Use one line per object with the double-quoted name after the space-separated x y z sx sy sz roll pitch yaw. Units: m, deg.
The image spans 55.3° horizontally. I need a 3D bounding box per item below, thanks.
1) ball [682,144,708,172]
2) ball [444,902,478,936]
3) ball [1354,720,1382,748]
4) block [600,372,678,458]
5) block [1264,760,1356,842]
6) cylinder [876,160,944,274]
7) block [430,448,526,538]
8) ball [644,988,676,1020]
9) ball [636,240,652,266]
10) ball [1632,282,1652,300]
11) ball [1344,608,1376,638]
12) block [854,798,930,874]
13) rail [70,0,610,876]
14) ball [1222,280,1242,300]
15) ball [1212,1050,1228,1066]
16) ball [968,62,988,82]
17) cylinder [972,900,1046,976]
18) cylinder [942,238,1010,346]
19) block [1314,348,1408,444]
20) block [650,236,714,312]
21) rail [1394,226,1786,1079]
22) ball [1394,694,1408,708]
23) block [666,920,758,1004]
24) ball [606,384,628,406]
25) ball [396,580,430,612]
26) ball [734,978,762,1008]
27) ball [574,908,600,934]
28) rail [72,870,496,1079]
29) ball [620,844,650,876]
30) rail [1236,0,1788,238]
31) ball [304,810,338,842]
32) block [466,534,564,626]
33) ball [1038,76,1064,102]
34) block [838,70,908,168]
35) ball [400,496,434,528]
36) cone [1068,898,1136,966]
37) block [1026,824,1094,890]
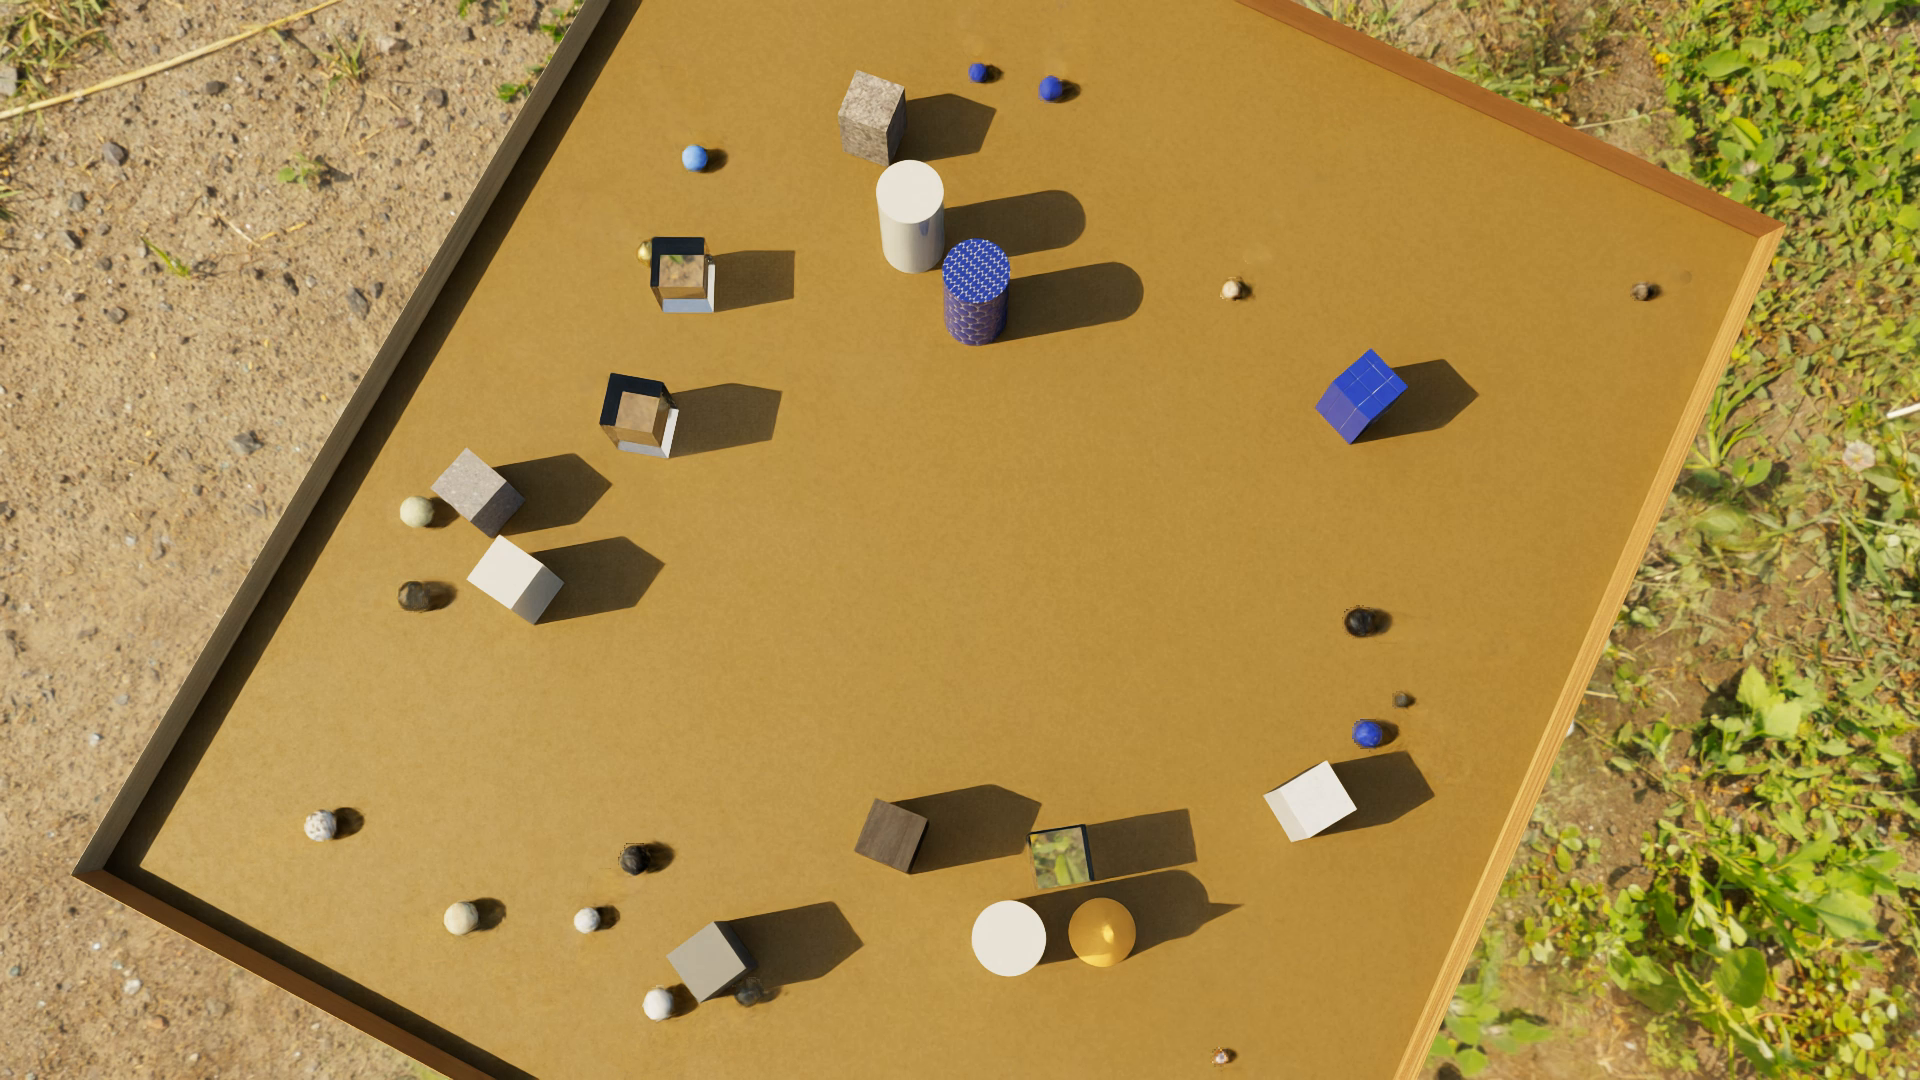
-0.843 -1.214 5.826 0.083 0.083 0.083 0 78 0 "ball"
-1.453 1.102 5.339 0.098 0.098 0.098 0 78 0 "ball"
1.216 0.578 5.456 0.081 0.081 0.081 0 78 0 "ball"
-0.967 -0.373 5.538 0.159 0.305 0.159 10 78 2 "block"
1.011 0.760 5.315 0.159 0.284 0.159 -30 80 -6 "block"
-0.148 -0.982 5.602 0.199 0.426 0.199 0 78 0 "cylinder"
-1.447 -0.138 5.516 0.159 0.252 0.159 39 81 7 "block"
-0.869 1.341 5.292 0.091 0.091 0.091 0 78 0 "ball"
-0.974 -0.898 5.740 0.083 0.083 0.083 0 78 0 "ball"
2.141 -0.782 5.749 0.059 0.059 0.059 0 78 0 "ball"
1.204 0.250 5.519 0.090 0.090 0.090 0 78 0 "ball"
-0.194 0.856 5.277 0.159 0.318 0.159 21 79 4 "block"
-1.635 -0.794 5.714 0.045 0.129 4.076 26 80 5 "rail"
0.852 -0.785 5.749 0.059 0.059 0.059 0 78 0 "ball"
0.750 1.494 5.285 0.044 0.044 0.044 0 78 0 "ball"
0.058 -1.505 5.896 0.063 0.063 0.063 0 78 0 "ball"
0.131 1.115 5.141 0.199 0.479 0.199 0 78 0 "cylinder"
0.048 -0.746 5.561 0.199 0.411 0.199 0 78 0 "cylinder"
1.215 -0.433 5.564 0.159 0.278 0.159 -41 81 -8 "block"
-0.855 -0.818 5.663 0.159 0.241 0.159 0 78 0 "block"
1.635 0.808 5.382 0.045 0.129 4.076 26 80 5 "rail"
1.322 0.482 5.495 0.042 0.042 0.042 0 78 0 "ball"
-0.703 1.198 5.216 0.159 0.298 0.159 -36 81 -7 "block"
-1.062 -0.450 5.672 0.065 0.065 0.065 0 78 0 "ball"
-1.651 0.170 5.533 0.094 0.094 0.094 0 78 0 "ball"
-0.614 1.311 5.305 0.080 0.080 0.080 0 78 0 "ball"
-1.088 1.110 5.349 0.073 0.073 0.073 0 78 0 "ball"
-0.901 1.771 5.183 3.704 0.129 0.045 26 80 5 "rail"
-0.953 0.939 5.378 0.088 0.088 0.088 0 78 0 "ball"
0.901 -1.758 5.914 3.704 0.129 0.045 26 80 5 "rail"
-1.882 0.841 5.396 0.090 0.090 0.090 0 78 0 "ball"
-1.316 0.122 5.443 0.159 0.292 0.159 33 80 6 "block"
0.292 -1.448 5.876 0.079 0.079 0.079 0 78 0 "ball"
-0.272 -1.318 5.749 0.159 0.275 0.159 20 79 4 "block"
-1.656 -0.086 5.584 0.099 0.099 0.099 0 78 0 "ball"
0.417 1.110 5.181 0.199 0.403 0.199 0 78 0 "cone"
0.285 0.915 5.268 0.159 0.311 0.159 -9 78 -2 "block"
